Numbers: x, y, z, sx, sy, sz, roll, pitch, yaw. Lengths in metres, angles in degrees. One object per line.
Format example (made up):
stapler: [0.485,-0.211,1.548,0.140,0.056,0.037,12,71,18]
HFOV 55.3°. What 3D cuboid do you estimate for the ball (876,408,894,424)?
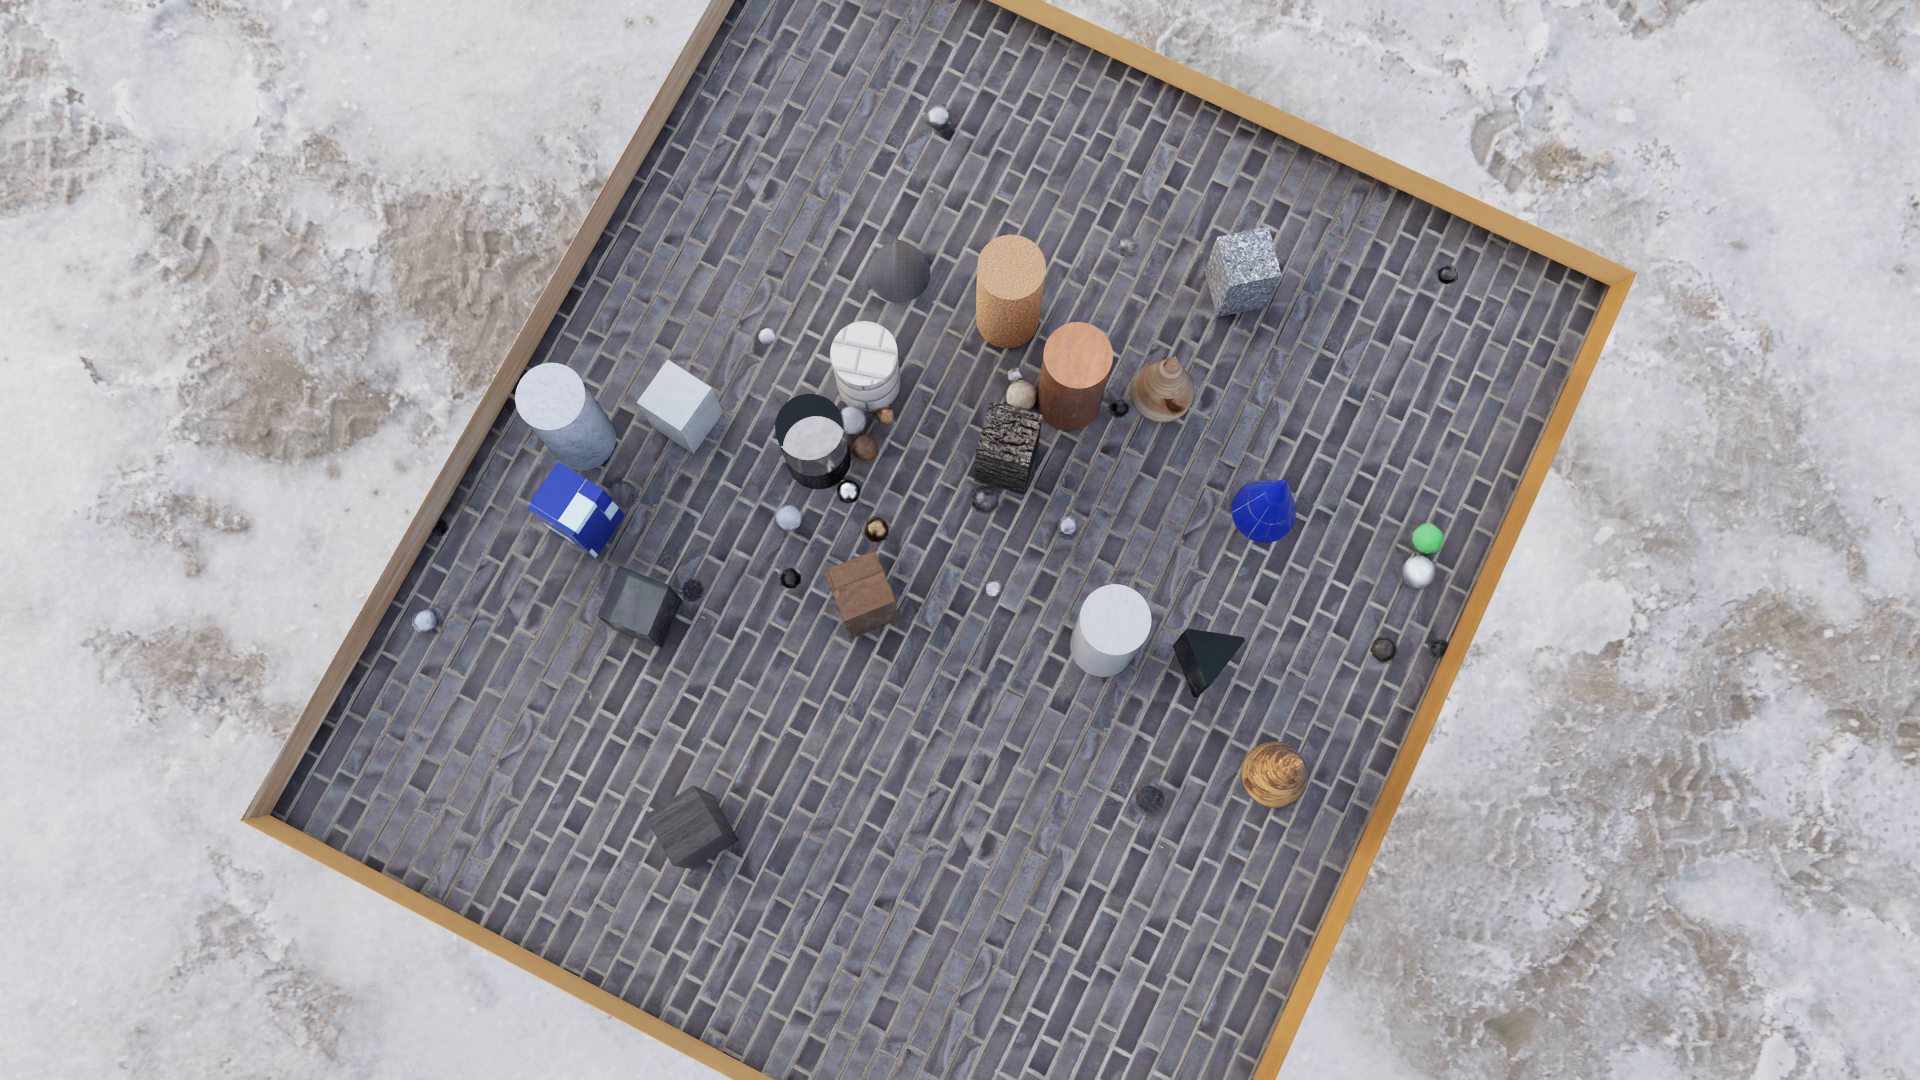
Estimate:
ball: [-0.232,-0.383,5.669,0.052,0.052,0.052,0,78,0]

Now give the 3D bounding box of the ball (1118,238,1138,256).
ball: [0.531,-0.924,5.778,0.059,0.059,0.059,0,78,0]

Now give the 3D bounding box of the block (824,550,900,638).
block: [-0.288,0.165,5.412,0.160,0.333,0.160,-22,79,-4]

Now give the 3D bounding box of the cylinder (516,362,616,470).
cylinder: [-1.166,-0.361,5.449,0.200,0.475,0.200,0,78,0]

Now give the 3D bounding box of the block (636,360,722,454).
block: [-0.847,-0.402,5.562,0.160,0.269,0.160,33,80,6]

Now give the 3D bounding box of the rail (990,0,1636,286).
rail: [0.742,-1.447,5.849,2.990,0.130,0.045,26,80,5]

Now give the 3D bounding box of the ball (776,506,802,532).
ball: [-0.521,-0.065,5.591,0.077,0.077,0.077,0,78,0]

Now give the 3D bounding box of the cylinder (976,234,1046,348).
cylinder: [0.149,-0.744,5.536,0.200,0.460,0.200,0,78,0]

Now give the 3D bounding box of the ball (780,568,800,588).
ball: [-0.514,0.116,5.561,0.062,0.062,0.062,0,78,0]

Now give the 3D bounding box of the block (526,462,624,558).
block: [-1.139,-0.085,5.458,0.160,0.344,0.160,31,80,6]

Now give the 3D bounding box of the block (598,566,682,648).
block: [-0.948,0.202,5.443,0.160,0.259,0.160,21,79,4]

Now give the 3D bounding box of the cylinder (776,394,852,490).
cylinder: [-0.436,-0.291,5.489,0.200,0.368,0.200,0,78,0]

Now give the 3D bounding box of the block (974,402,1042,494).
block: [0.143,-0.272,5.490,0.160,0.358,0.160,15,79,3]

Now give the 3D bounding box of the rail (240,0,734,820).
rail: [-1.316,-0.637,5.681,0.045,0.130,3.368,26,80,5]

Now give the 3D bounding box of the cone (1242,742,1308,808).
cone: [0.940,0.654,5.246,0.200,0.462,0.200,0,78,0]

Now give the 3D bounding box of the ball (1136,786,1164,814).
ball: [0.561,0.768,5.416,0.082,0.082,0.082,0,78,0]

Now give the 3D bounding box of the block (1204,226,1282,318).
block: [0.868,-0.823,5.640,0.160,0.287,0.160,-12,79,-2]

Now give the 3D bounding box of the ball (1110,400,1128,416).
ball: [0.494,-0.409,5.673,0.055,0.055,0.055,0,78,0]

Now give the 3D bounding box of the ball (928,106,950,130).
ball: [-0.067,-1.349,5.857,0.076,0.076,0.076,0,78,0]

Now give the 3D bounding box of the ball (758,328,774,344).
ball: [-0.604,-0.636,5.724,0.048,0.048,0.048,0,78,0]

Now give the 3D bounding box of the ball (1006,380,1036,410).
ball: [0.189,-0.445,5.660,0.095,0.095,0.095,0,78,0]

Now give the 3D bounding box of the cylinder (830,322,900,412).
cylinder: [-0.284,-0.523,5.572,0.200,0.300,0.200,0,78,0]

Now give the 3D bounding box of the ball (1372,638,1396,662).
ball: [1.274,0.329,5.510,0.074,0.074,0.074,0,78,0]

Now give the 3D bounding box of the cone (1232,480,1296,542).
cone: [0.934,-0.130,5.435,0.200,0.409,0.200,0,78,0]

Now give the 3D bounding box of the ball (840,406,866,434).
ball: [-0.332,-0.368,5.648,0.087,0.087,0.087,0,78,0]

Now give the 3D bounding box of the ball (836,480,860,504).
ball: [-0.341,-0.148,5.610,0.073,0.073,0.073,0,78,0]

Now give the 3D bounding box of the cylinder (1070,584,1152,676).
cylinder: [0.432,0.268,5.323,0.200,0.466,0.200,0,78,0]

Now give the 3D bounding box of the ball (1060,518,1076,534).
ball: [0.331,-0.042,5.602,0.047,0.047,0.047,0,78,0]

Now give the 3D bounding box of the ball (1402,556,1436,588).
ball: [1.387,0.097,5.545,0.100,0.100,0.100,0,78,0]

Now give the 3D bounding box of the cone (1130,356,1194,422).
cone: [0.631,-0.500,5.533,0.200,0.366,0.200,0,78,0]

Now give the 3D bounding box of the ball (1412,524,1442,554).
ball: [1.421,-0.004,5.571,0.091,0.091,0.091,0,78,0]

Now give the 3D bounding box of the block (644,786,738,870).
block: [-0.764,0.827,5.250,0.160,0.384,0.160,-31,80,-6]

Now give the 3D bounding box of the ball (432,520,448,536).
ball: [-1.590,-0.037,5.600,0.048,0.048,0.048,0,78,0]

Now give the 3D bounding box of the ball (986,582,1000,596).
ball: [0.101,0.148,5.563,0.045,0.045,0.045,0,78,0]

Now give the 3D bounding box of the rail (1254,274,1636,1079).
rail: [1.316,0.651,5.415,0.045,0.130,3.368,26,80,5]

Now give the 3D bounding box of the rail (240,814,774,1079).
rail: [-0.742,1.461,5.247,2.990,0.130,0.045,26,80,5]

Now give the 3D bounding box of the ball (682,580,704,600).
ball: [-0.808,0.149,5.554,0.062,0.062,0.062,0,78,0]

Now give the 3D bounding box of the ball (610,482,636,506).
ball: [-1.030,-0.141,5.607,0.077,0.077,0.077,0,78,0]

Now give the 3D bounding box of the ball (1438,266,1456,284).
ball: [1.530,-0.832,5.761,0.055,0.055,0.055,0,78,0]

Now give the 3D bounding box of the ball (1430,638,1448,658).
ball: [1.447,0.327,5.520,0.057,0.057,0.057,0,78,0]

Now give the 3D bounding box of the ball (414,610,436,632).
ball: [-1.613,0.244,5.533,0.064,0.064,0.064,0,78,0]

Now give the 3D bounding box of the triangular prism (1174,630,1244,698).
triangular prism: [0.704,0.333,5.395,0.150,0.300,0.173,38,81,7]

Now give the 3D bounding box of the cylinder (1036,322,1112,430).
cylinder: [0.339,-0.483,5.481,0.200,0.462,0.200,0,78,0]

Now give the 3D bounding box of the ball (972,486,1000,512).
ball: [0.078,-0.125,5.600,0.084,0.084,0.084,0,78,0]

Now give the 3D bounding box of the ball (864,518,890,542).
ball: [-0.253,-0.029,5.585,0.073,0.073,0.073,0,78,0]

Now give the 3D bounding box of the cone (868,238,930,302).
cone: [-0.193,-0.876,5.644,0.200,0.302,0.200,0,78,0]

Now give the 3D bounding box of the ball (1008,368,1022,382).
ball: [0.171,-0.513,5.699,0.046,0.046,0.046,0,78,0]

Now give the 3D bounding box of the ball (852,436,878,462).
ball: [-0.292,-0.281,5.633,0.081,0.081,0.081,0,78,0]
